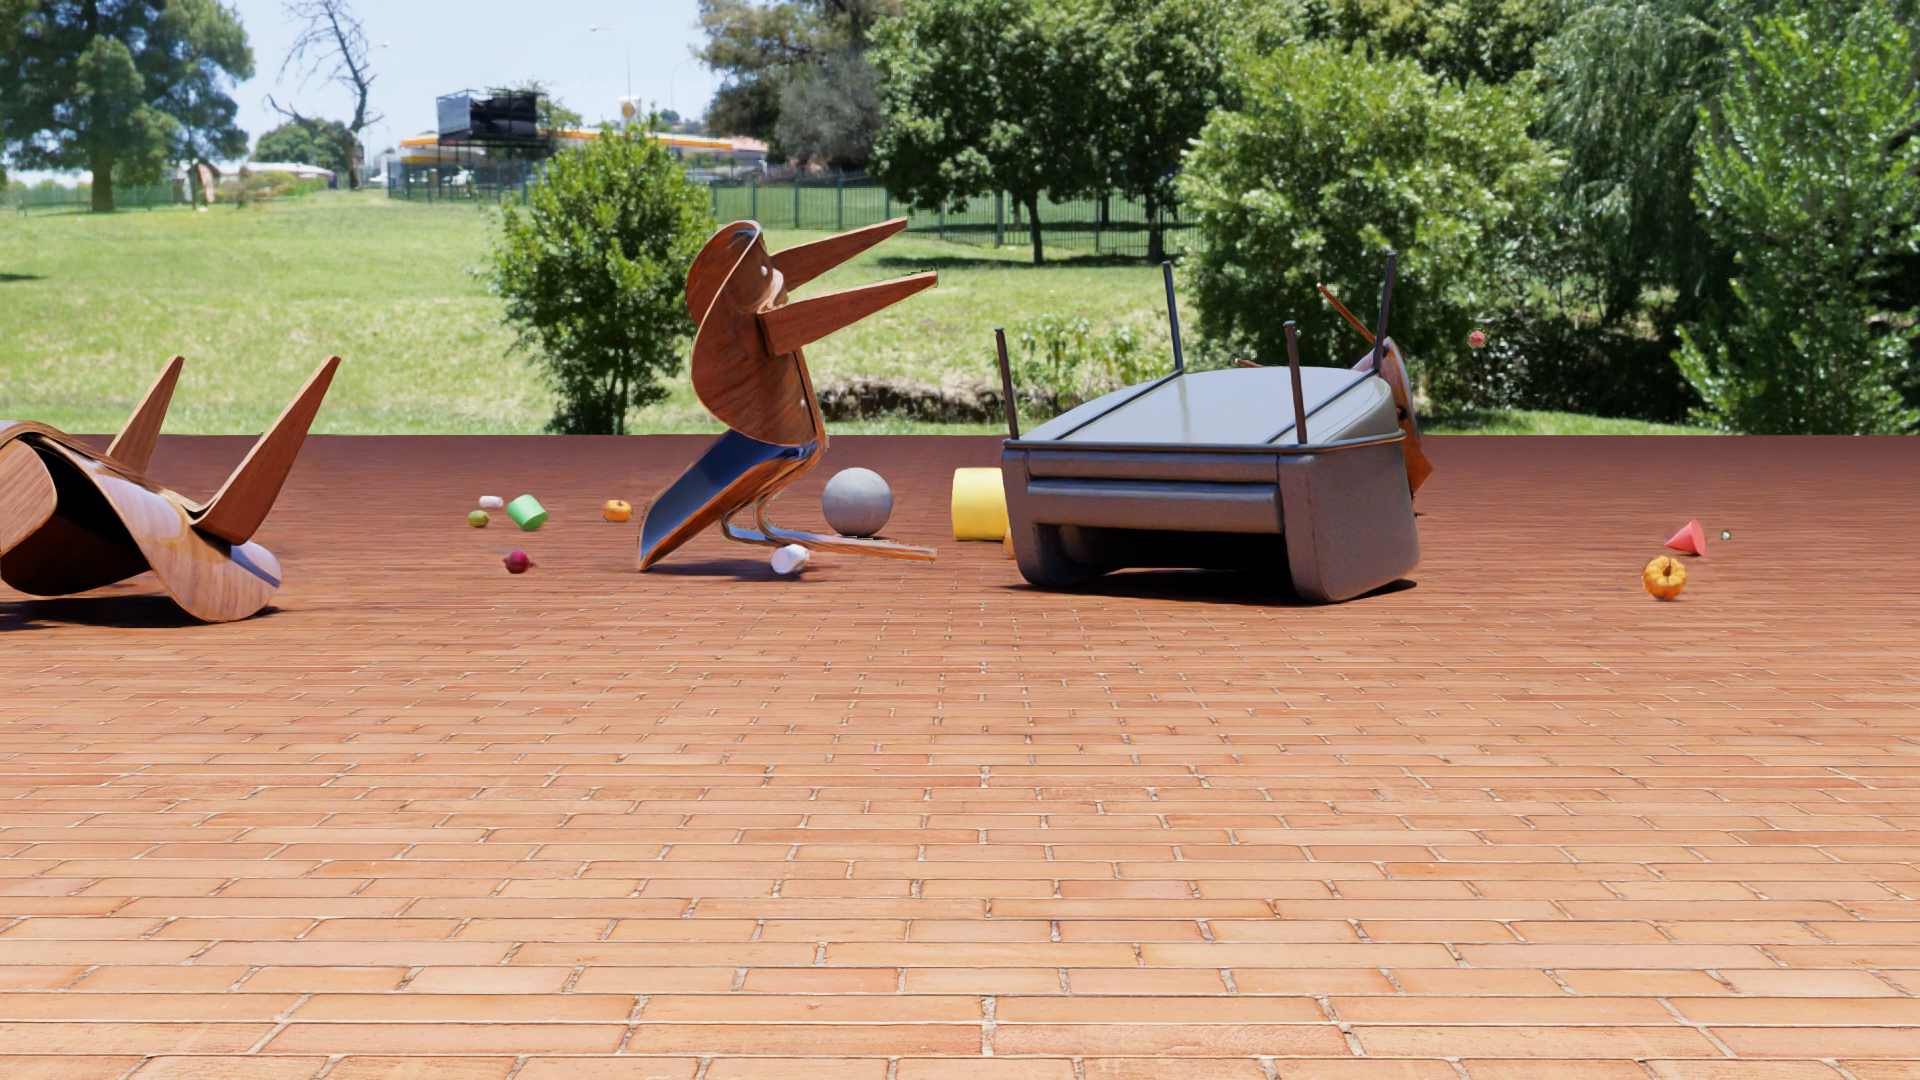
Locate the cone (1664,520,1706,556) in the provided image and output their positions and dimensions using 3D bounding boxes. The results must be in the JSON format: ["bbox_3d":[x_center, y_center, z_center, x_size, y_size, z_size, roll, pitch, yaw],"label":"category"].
[{"bbox_3d":[1.950,0.005,5.951,0.095,0.101,0.157,-16,0,28],"label":"cone"}]

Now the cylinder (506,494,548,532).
[{"bbox_3d":[-1.369,-0.086,6.956,0.087,0.072,0.105,44,42,19],"label":"cylinder"}]

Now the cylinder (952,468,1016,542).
[{"bbox_3d":[0.072,-0.103,6.488,0.160,0.213,0.181,1,0,10],"label":"cylinder"}]

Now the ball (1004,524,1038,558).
[{"bbox_3d":[0.160,0.005,5.823,0.090,0.090,0.090,0,4,0],"label":"ball"}]

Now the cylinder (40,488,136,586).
[{"bbox_3d":[-1.984,-0.007,5.008,0.122,0.191,0.137,39,10,-1],"label":"cylinder"}]

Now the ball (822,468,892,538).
[{"bbox_3d":[-0.309,-0.112,6.612,0.213,0.213,0.213,0,4,0],"label":"ball"}]
